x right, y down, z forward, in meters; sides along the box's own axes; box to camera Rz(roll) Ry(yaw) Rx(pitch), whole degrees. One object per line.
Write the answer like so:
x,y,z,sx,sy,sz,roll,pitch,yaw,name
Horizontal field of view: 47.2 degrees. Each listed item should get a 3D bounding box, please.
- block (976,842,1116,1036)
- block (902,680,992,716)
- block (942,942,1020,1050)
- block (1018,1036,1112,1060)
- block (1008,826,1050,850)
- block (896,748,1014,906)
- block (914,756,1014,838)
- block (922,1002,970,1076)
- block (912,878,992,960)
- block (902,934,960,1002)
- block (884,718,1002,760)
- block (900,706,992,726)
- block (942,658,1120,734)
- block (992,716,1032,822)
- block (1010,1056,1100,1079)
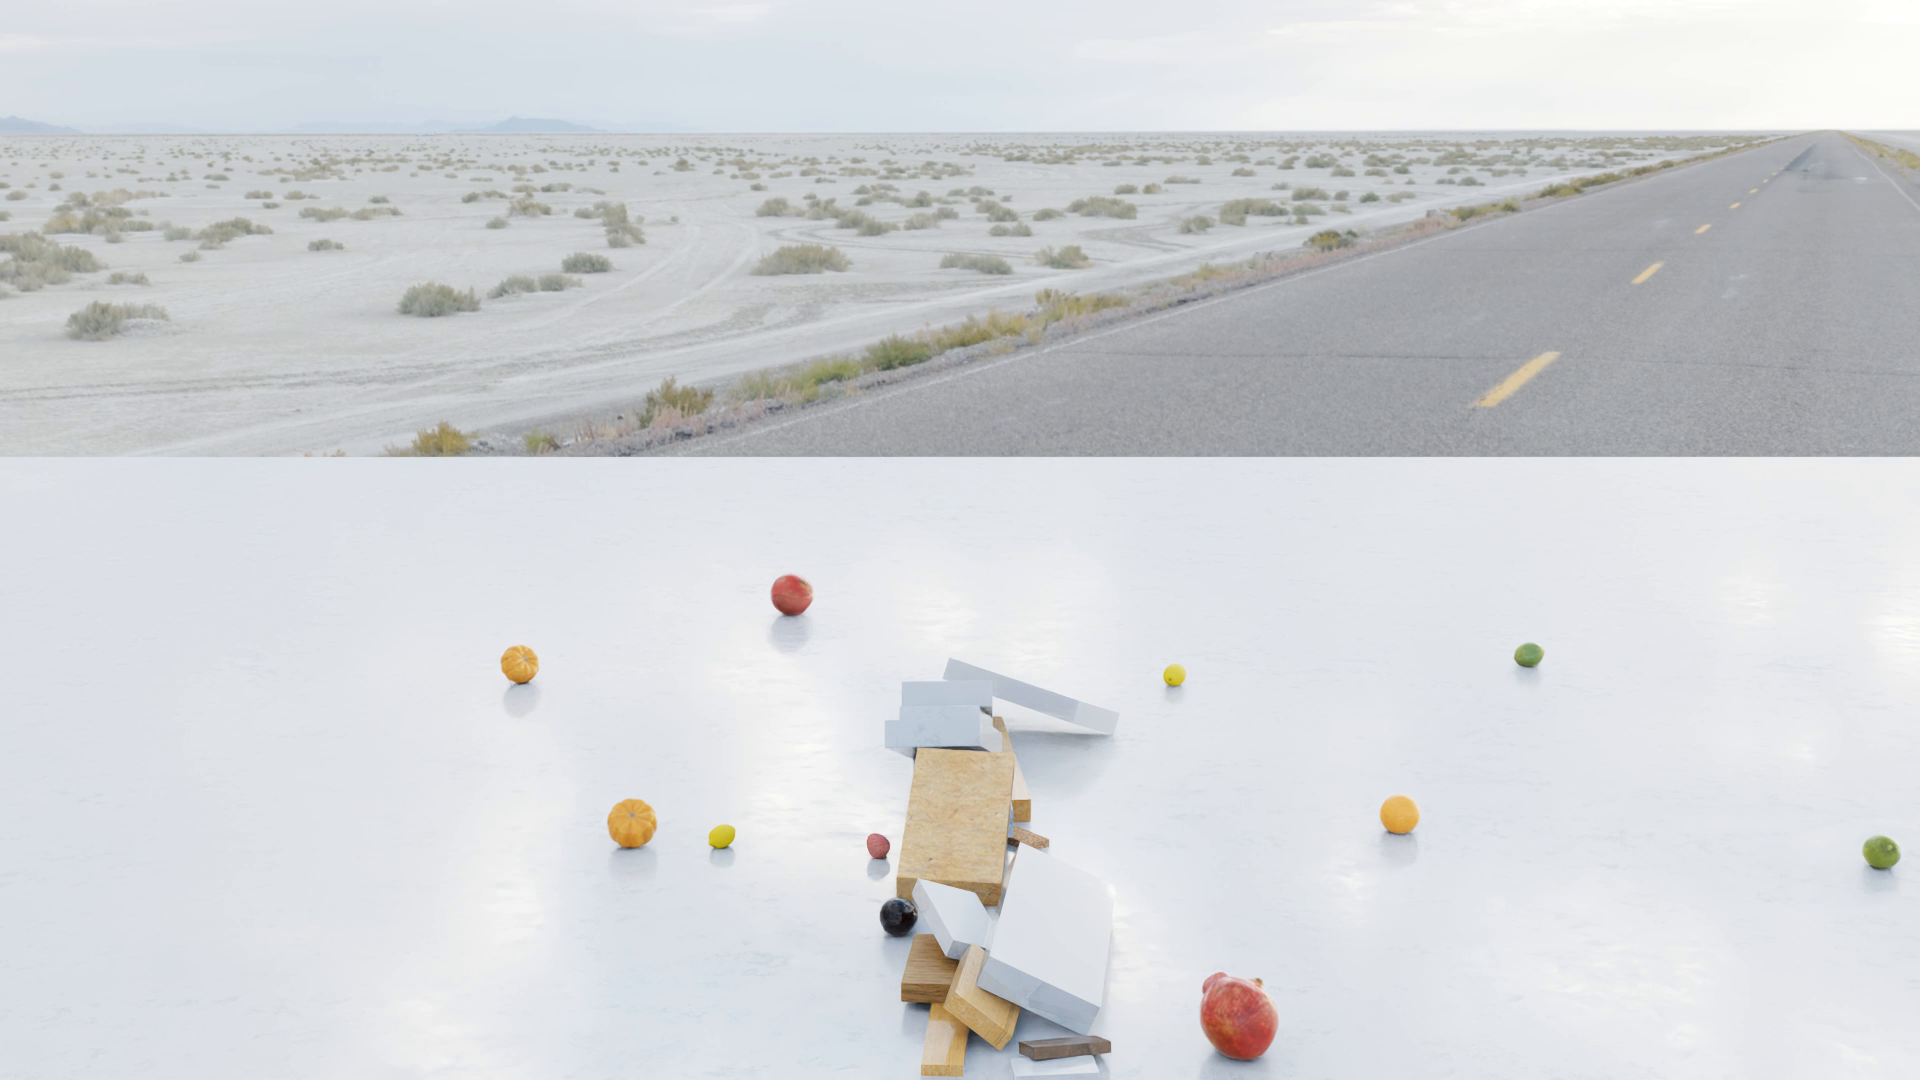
0.138,0.594,3.334,0.171,0.049,0.507,25,12,2,block
-0.022,0.319,4.327,0.171,0.049,0.343,-1,-9,1,block
0.037,0.647,3.129,0.100,0.028,0.200,38,12,0,block
0.144,0.694,3.010,0.113,0.016,0.057,0,-4,-19,block
0.110,0.534,3.933,0.049,0.014,0.098,-8,13,-36,block
-0.004,0.484,3.746,0.172,0.049,0.344,3,33,4,block
0.002,0.462,3.987,0.172,0.049,0.344,0,11,-1,block
-0.015,0.683,3.126,0.057,0.016,0.342,1,11,3,block
0.002,0.581,3.330,0.100,0.028,0.200,18,12,-21,block
-0.027,0.635,3.263,0.100,0.028,0.200,1,11,4,block
-0.027,0.372,4.086,0.172,0.049,0.344,-2,-10,7,block
-0.024,0.358,4.281,0.152,0.043,0.304,-1,-10,5,block
0.150,0.331,4.664,0.343,0.049,0.171,16,-3,35,block
0.033,0.446,4.328,0.152,0.043,0.585,-1,11,-4,block
0.127,0.714,2.957,0.113,0.016,0.057,-1,11,-6,block
